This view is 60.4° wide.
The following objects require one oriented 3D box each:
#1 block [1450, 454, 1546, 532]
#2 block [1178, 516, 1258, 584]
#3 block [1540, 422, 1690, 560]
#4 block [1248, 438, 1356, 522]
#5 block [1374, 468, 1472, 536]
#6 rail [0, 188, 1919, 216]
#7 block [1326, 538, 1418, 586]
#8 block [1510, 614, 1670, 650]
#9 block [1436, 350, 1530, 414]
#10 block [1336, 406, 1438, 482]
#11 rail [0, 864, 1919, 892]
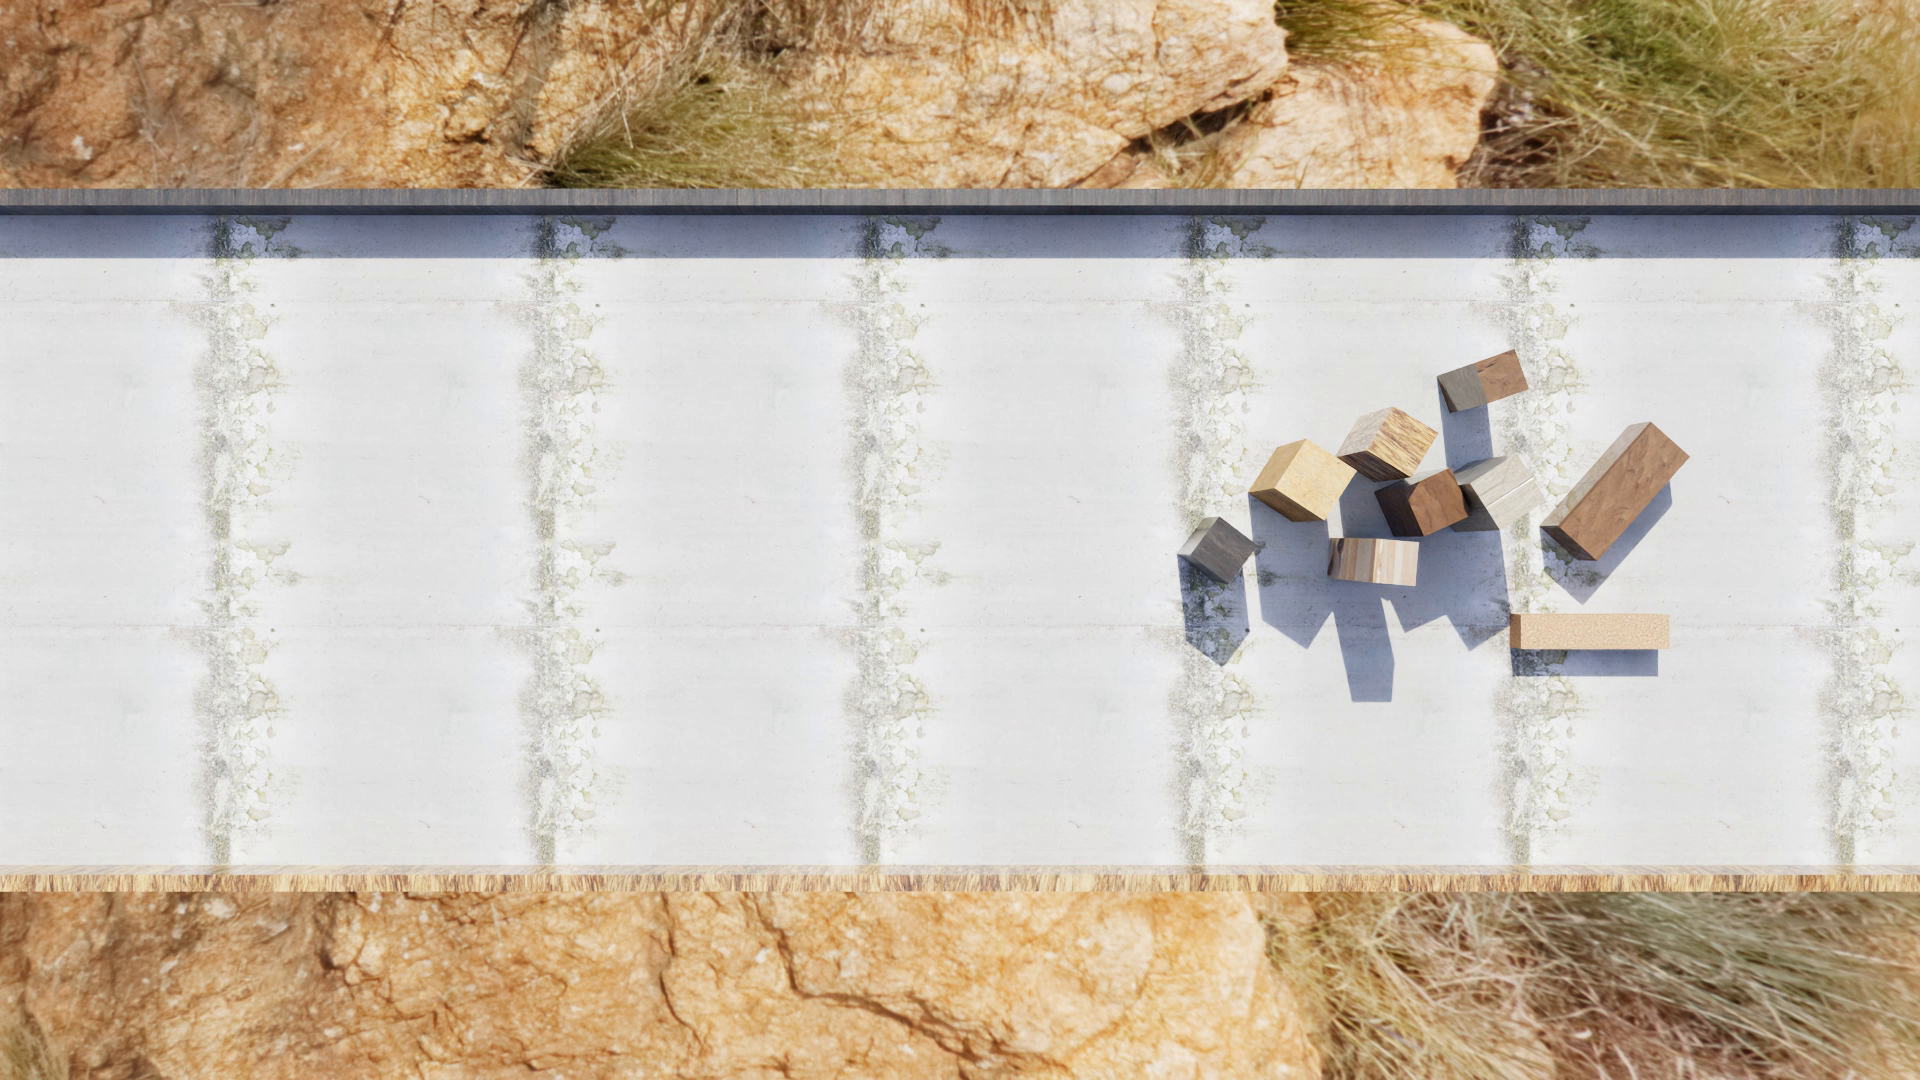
[{"bbox_3d":[1.547,-0.134,4.869,0.157,0.413,0.157,-33,90,-1],"label":"block"},{"bbox_3d":[0.765,0.029,4.926,0.140,0.300,0.140,37,90,0],"label":"block"},{"bbox_3d":[1.980,-0.146,4.997,0.159,0.159,0.417,42,90,0],"label":"block"},{"bbox_3d":[1.000,-0.170,4.857,0.167,0.439,0.167,33,90,0],"label":"block"},{"bbox_3d":[1.373,-0.110,4.910,0.151,0.332,0.151,-24,90,0],"label":"block"},{"bbox_3d":[-2.247,-1.025,5.002,12.000,0.150,0.050,0,90,0],"label":"rail"},{"bbox_3d":[1.212,0.062,4.864,0.124,0.415,0.124,5,90,-5],"label":"block"},{"bbox_3d":[1.916,0.278,5.025,0.447,0.103,0.103,0,90,0],"label":"block"},{"bbox_3d":[1.545,-0.468,4.890,0.122,0.374,0.122,-20,90,0],"label":"block"},{"bbox_3d":[1.253,-0.278,4.871,0.148,0.411,0.148,31,90,0],"label":"block"},{"bbox_3d":[-2.247,1.025,5.001,12.000,0.150,0.050,0,90,0],"label":"rail"}]
